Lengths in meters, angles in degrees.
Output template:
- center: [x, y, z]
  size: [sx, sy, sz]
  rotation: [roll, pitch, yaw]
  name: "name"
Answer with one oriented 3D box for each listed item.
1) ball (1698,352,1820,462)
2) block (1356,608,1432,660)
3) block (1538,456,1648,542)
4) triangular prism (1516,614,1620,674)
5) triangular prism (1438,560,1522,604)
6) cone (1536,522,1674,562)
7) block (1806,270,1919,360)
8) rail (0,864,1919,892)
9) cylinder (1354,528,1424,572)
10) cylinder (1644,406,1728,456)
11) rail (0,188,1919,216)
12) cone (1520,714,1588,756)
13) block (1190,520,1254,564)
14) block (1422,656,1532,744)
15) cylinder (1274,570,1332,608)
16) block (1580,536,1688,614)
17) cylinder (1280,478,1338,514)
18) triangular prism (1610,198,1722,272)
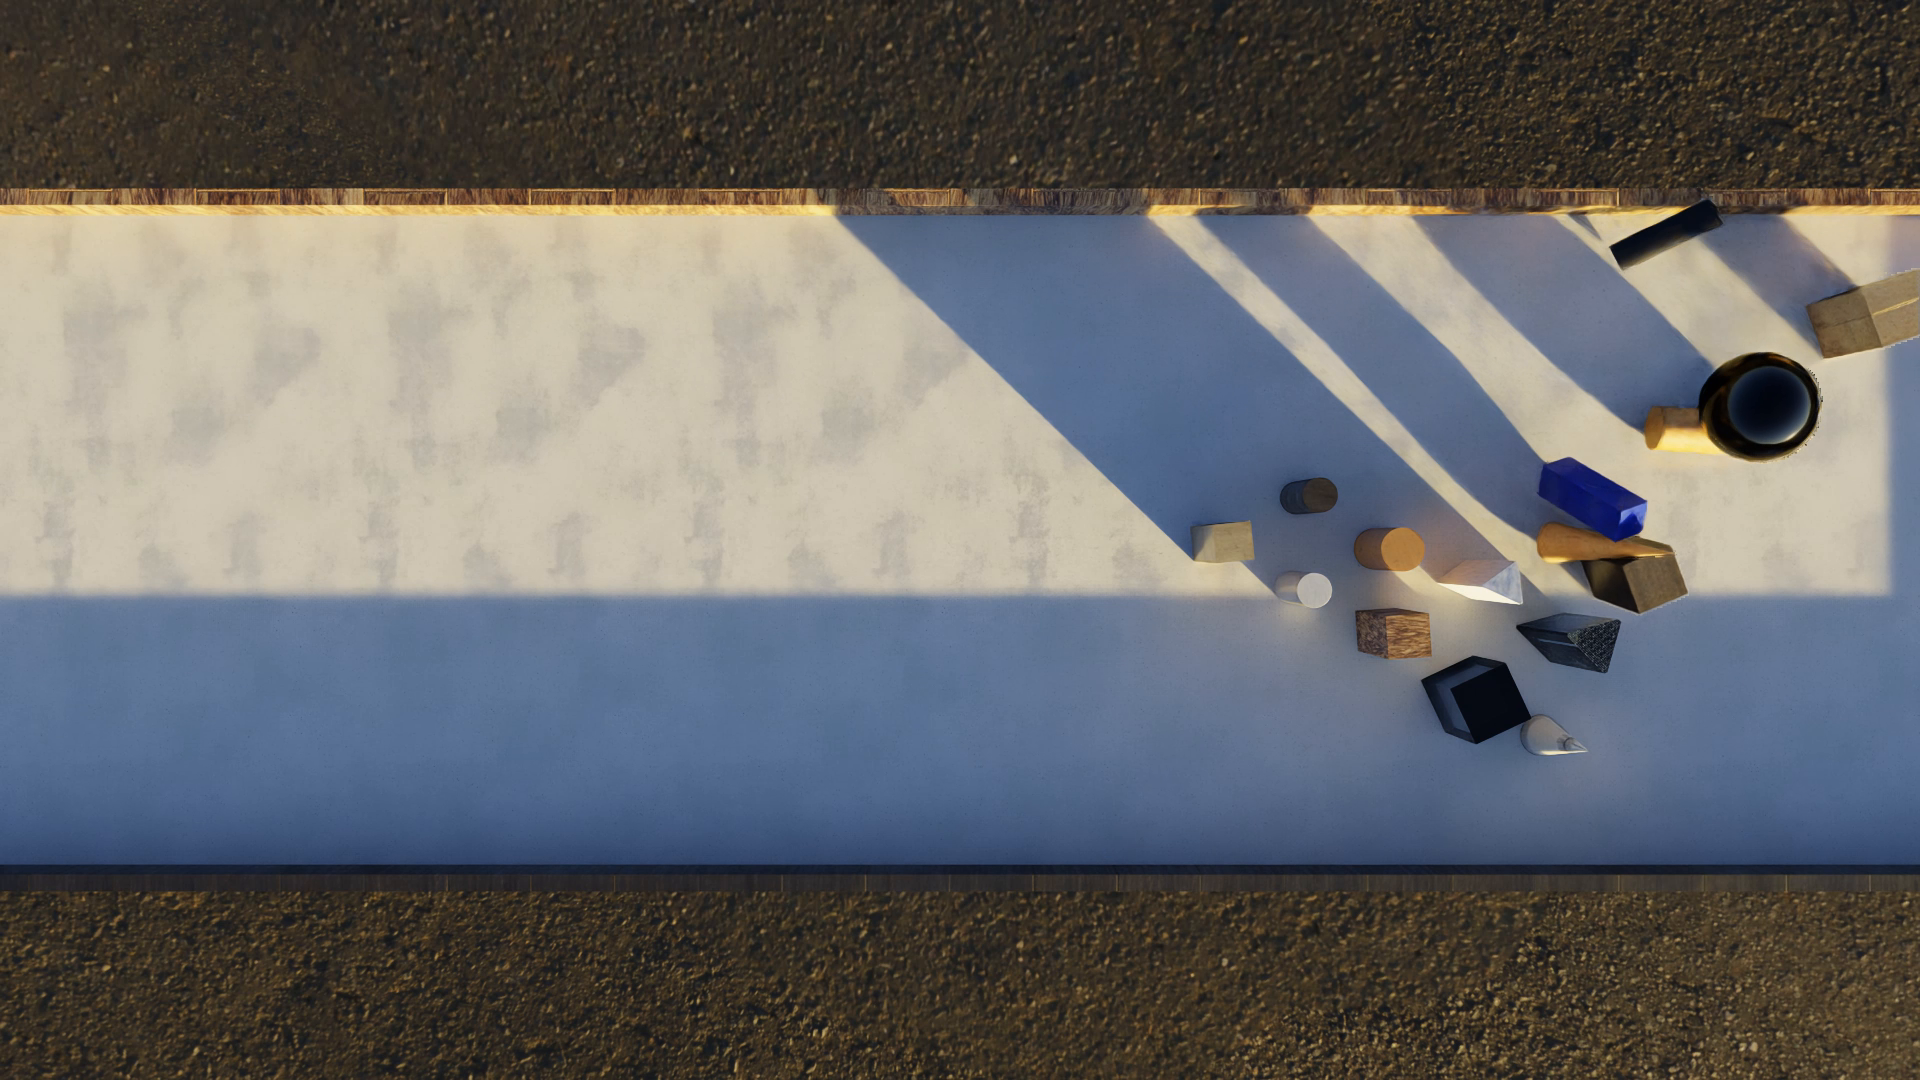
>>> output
- center: [2.319, -0.386, 4.790]
  size: [0.321, 0.321, 0.321]
  rotation: [0, 90, 0]
  name: "ball"
- center: [1.283, 0.275, 4.895]
  size: [0.124, 0.364, 0.124]
  rotation: [-4, 90, 0]
  name: "block"
- center: [1.881, -0.124, 4.911]
  size: [0.105, 0.311, 0.105]
  rotation: [-17, 126, -22]
  name: "block"
- center: [1.814, 0.274, 4.863]
  size: [0.155, 0.427, 0.134]
  rotation: [45, 90, 0]
  name: "triangular prism"
- center: [1.543, 0.107, 4.853]
  size: [0.120, 0.447, 0.104]
  rotation: [24, 90, 0]
  name: "triangular prism"
- center: [1.915, 0.022, 4.852]
  size: [0.127, 0.443, 0.127]
  rotation: [-3, 95, -29]
  name: "cone"
- center: [2.714, -0.668, 4.917]
  size: [0.175, 0.320, 0.175]
  rotation: [-20, 90, 0]
  name: "block"
- center: [-2.247, 1.025, 5.001]
  size: [12.000, 0.150, 0.050]
  rotation: [0, 90, 0]
  name: "rail"
- center: [1.275, 0.027, 4.913]
  size: [0.127, 0.327, 0.127]
  rotation: [0, 90, 0]
  name: "cylinder"
- center: [2.297, -0.327, 5.009]
  size: [0.382, 0.134, 0.134]
  rotation: [4, 90, 0]
  name: "cylinder"
- center: [-2.247, -1.025, 5.002]
  size: [12.000, 0.150, 0.050]
  rotation: [0, 90, 0]
  name: "rail"
- center: [1.788, 0.601, 4.882]
  size: [0.127, 0.389, 0.127]
  rotation: [0, 90, 0]
  name: "cone"
- center: [0.768, 0.006, 4.854]
  size: [0.109, 0.445, 0.109]
  rotation: [-6, 90, 0]
  name: "block"
- center: [1.536, 0.474, 4.924]
  size: [0.178, 0.305, 0.178]
  rotation: [-25, 90, 0]
  name: "block"
- center: [1.017, 0.145, 4.905]
  size: [0.101, 0.342, 0.101]
  rotation: [0, 90, 0]
  name: "cylinder"
- center: [2.000, 0.096, 4.916]
  size: [0.152, 0.304, 0.152]
  rotation: [-23, 98, 0]
  name: "block"
- center: [1.035, -0.129, 4.908]
  size: [0.102, 0.338, 0.102]
  rotation: [0, 90, 0]
  name: "cylinder"
- center: [2.108, -0.928, 4.944]
  size: [0.302, 0.090, 0.078]
  rotation: [-26, 135, 29]
  name: "triangular prism"
